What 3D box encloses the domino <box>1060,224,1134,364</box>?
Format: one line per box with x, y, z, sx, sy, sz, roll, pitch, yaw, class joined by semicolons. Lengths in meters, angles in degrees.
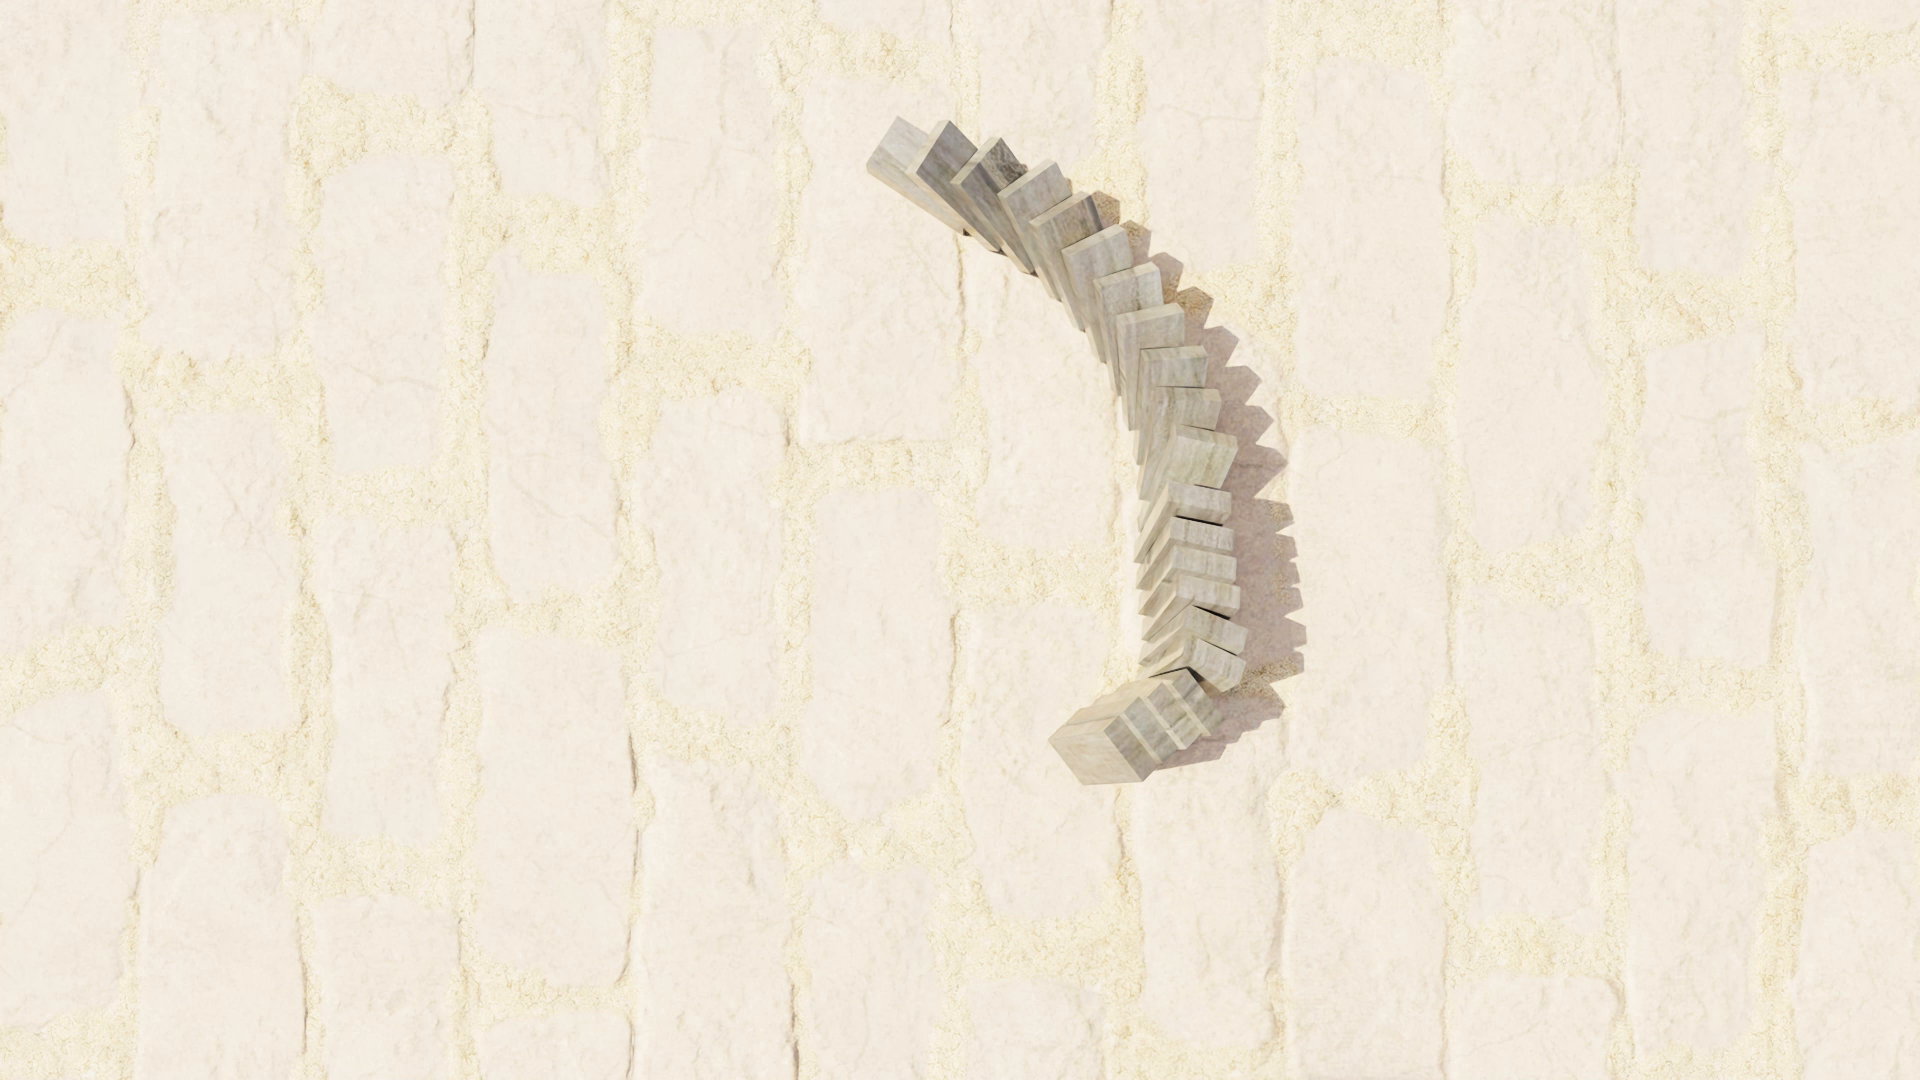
0.062;-0.102;0.382;0.025;0.009;0.050;-25;126;0;domino

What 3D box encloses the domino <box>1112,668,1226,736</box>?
0.083;0.069;0.375;0.010;0.050;0.025;-38;90;-26;domino

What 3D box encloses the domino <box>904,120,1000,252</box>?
0.004;-0.146;0.381;0.050;0.010;0.025;33;91;-36;domino

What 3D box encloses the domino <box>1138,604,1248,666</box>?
0.094;0.044;0.376;0.025;0.050;0.010;23;63;0;domino

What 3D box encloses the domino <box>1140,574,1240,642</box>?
0.093;0.031;0.376;0.025;0.050;0.010;12;63;0;domino

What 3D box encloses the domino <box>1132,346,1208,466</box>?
0.087;-0.055;0.381;0.025;0.010;0.050;-4;129;0;domino

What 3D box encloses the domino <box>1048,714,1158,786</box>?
0.057;0.087;0.375;0.010;0.050;0.025;-38;90;-26;domino

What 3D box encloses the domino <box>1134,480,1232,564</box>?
0.090;-0.004;0.376;0.025;0.050;0.009;11;60;0;domino

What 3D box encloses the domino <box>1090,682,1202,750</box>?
0.074;0.074;0.375;0.009;0.050;0.025;-38;90;-26;domino

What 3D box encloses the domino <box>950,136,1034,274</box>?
0.021;-0.139;0.381;0.025;0.009;0.050;-49;126;-1;domino

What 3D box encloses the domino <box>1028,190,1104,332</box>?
0.050;-0.115;0.382;0.025;0.009;0.050;-31;125;0;domino

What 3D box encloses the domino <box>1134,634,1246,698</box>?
0.093;0.056;0.375;0.025;0.050;0.010;26;63;-1;domino

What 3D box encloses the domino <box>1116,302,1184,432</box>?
0.080;-0.071;0.381;0.025;0.009;0.050;-12;129;0;domino

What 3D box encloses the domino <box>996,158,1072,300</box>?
0.038;-0.129;0.382;0.025;0.010;0.050;-35;125;0;domino

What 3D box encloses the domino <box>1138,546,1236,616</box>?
0.092;0.020;0.376;0.025;0.050;0.009;12;63;0;domino

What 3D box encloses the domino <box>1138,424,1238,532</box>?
0.094;-0.023;0.380;0.025;0.010;0.050;12;129;-2;domino

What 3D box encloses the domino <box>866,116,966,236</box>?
-0.013;-0.157;0.395;0.050;0.009;0.025;34;90;0;domino

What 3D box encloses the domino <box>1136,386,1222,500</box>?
0.090;-0.039;0.380;0.025;0.009;0.050;3;130;0;domino

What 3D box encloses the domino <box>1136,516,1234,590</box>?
0.091;0.008;0.376;0.025;0.050;0.010;12;63;0;domino

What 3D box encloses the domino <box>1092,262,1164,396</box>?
0.072;-0.087;0.382;0.025;0.009;0.050;-17;126;0;domino

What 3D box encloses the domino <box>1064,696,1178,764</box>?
0.065;0.080;0.375;0.009;0.050;0.025;-38;90;-26;domino
